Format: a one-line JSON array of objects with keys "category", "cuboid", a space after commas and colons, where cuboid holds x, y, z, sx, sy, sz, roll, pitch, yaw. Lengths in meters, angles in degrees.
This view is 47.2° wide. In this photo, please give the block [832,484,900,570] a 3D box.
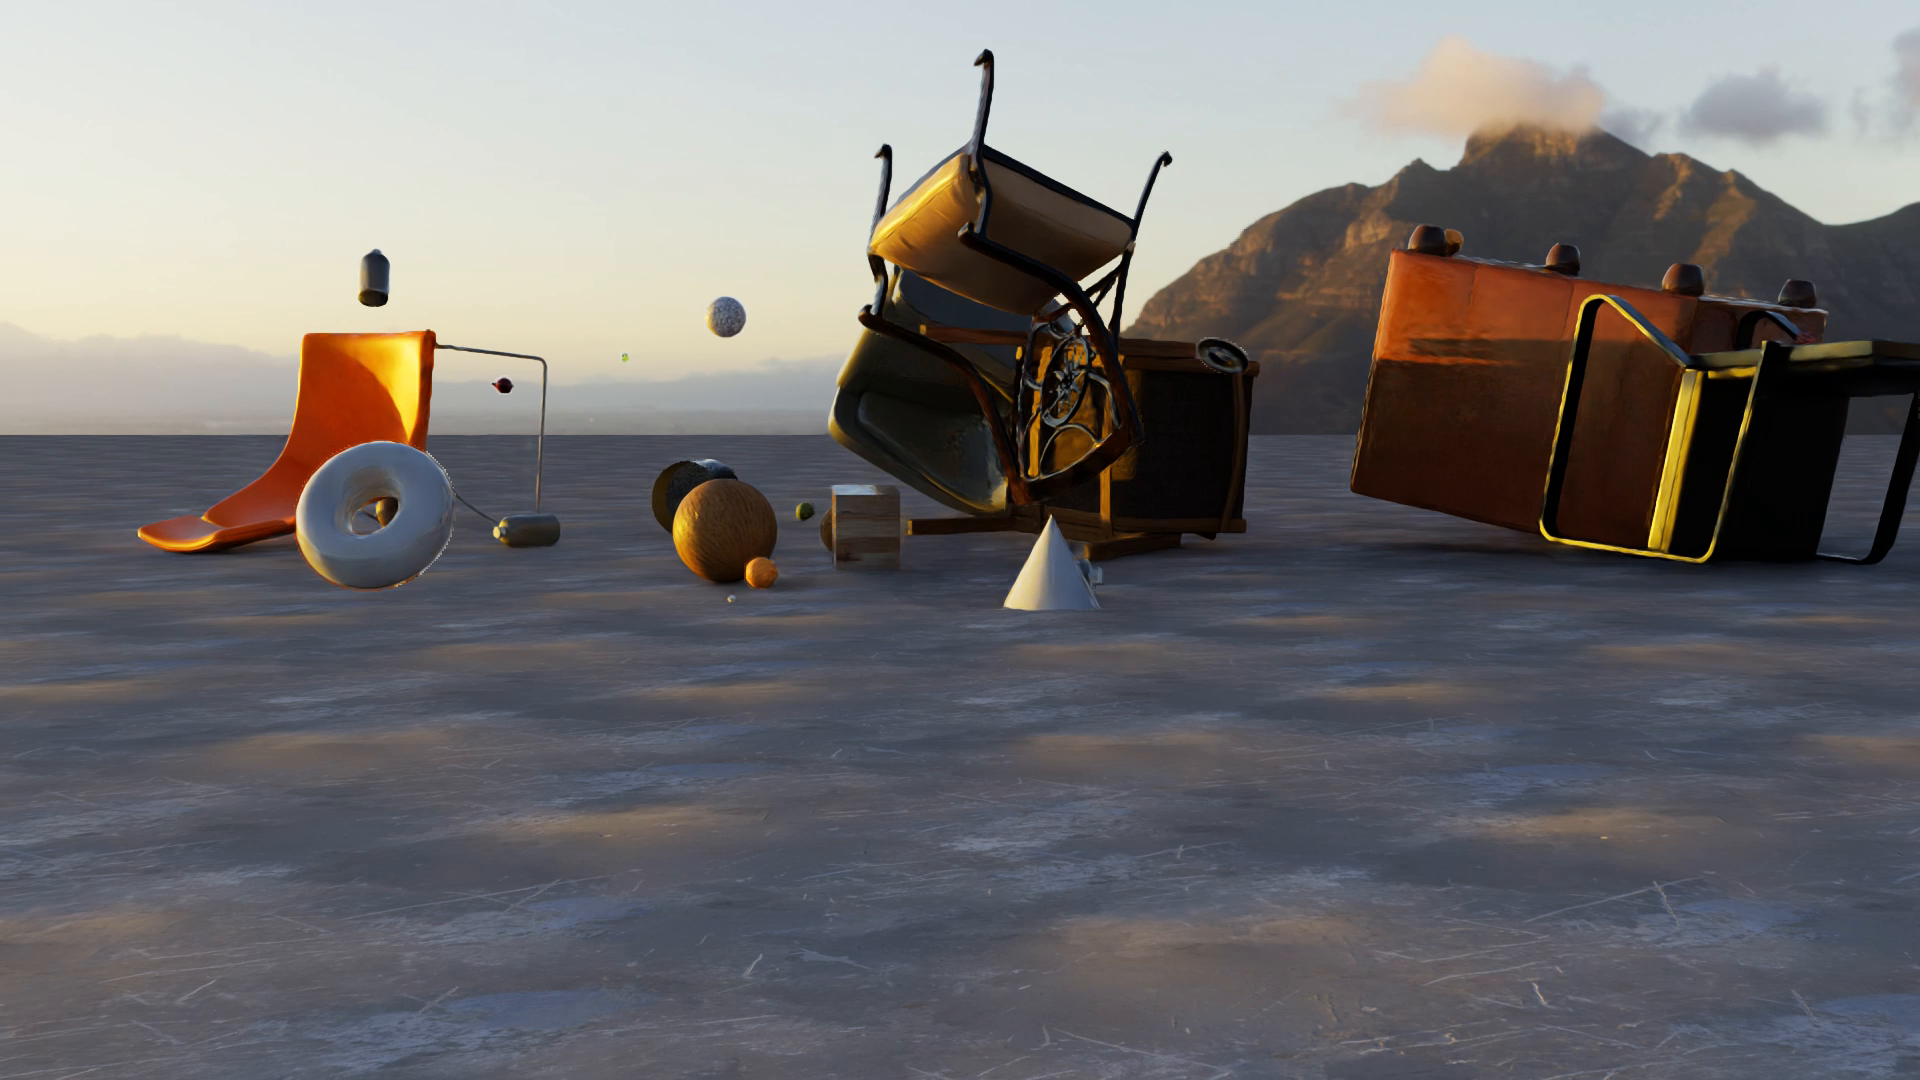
[{"category": "block", "cuboid": [-0.238, -0.034, 5.526, 0.161, 0.190, 0.165, -1, 10, -6]}]

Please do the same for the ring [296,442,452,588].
[{"category": "ring", "cuboid": [-1.277, -0.056, 4.800, 0.348, 0.345, 0.135, 2, -27, 9]}]

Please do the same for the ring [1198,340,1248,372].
[{"category": "ring", "cuboid": [0.704, -0.492, 5.886, 0.147, 0.022, 0.132, 12, -28, 37]}]

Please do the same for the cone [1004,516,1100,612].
[{"category": "cone", "cuboid": [0.190, 0.042, 4.558, 0.194, 0.189, 0.264, -1, 4, -15]}]

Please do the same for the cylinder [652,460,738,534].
[{"category": "cylinder", "cuboid": [-0.813, -0.131, 6.791, 0.220, 0.235, 0.160, 42, 16, 13]}]

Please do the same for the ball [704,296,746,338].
[{"category": "ball", "cuboid": [-0.780, -0.742, 7.311, 0.137, 0.137, 0.137, 0, 4, 0]}]

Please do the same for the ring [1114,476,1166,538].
[{"category": "ring", "cuboid": [0.545, -0.099, 6.665, 0.157, 0.213, 0.082, 33, -33, -12]}]

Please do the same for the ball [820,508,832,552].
[{"category": "ball", "cuboid": [-0.298, -0.028, 5.861, 0.150, 0.150, 0.150, 0, 4, 0]}]

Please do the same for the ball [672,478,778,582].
[{"category": "ball", "cuboid": [-0.545, -0.022, 5.101, 0.242, 0.242, 0.242, 0, 4, 0]}]
